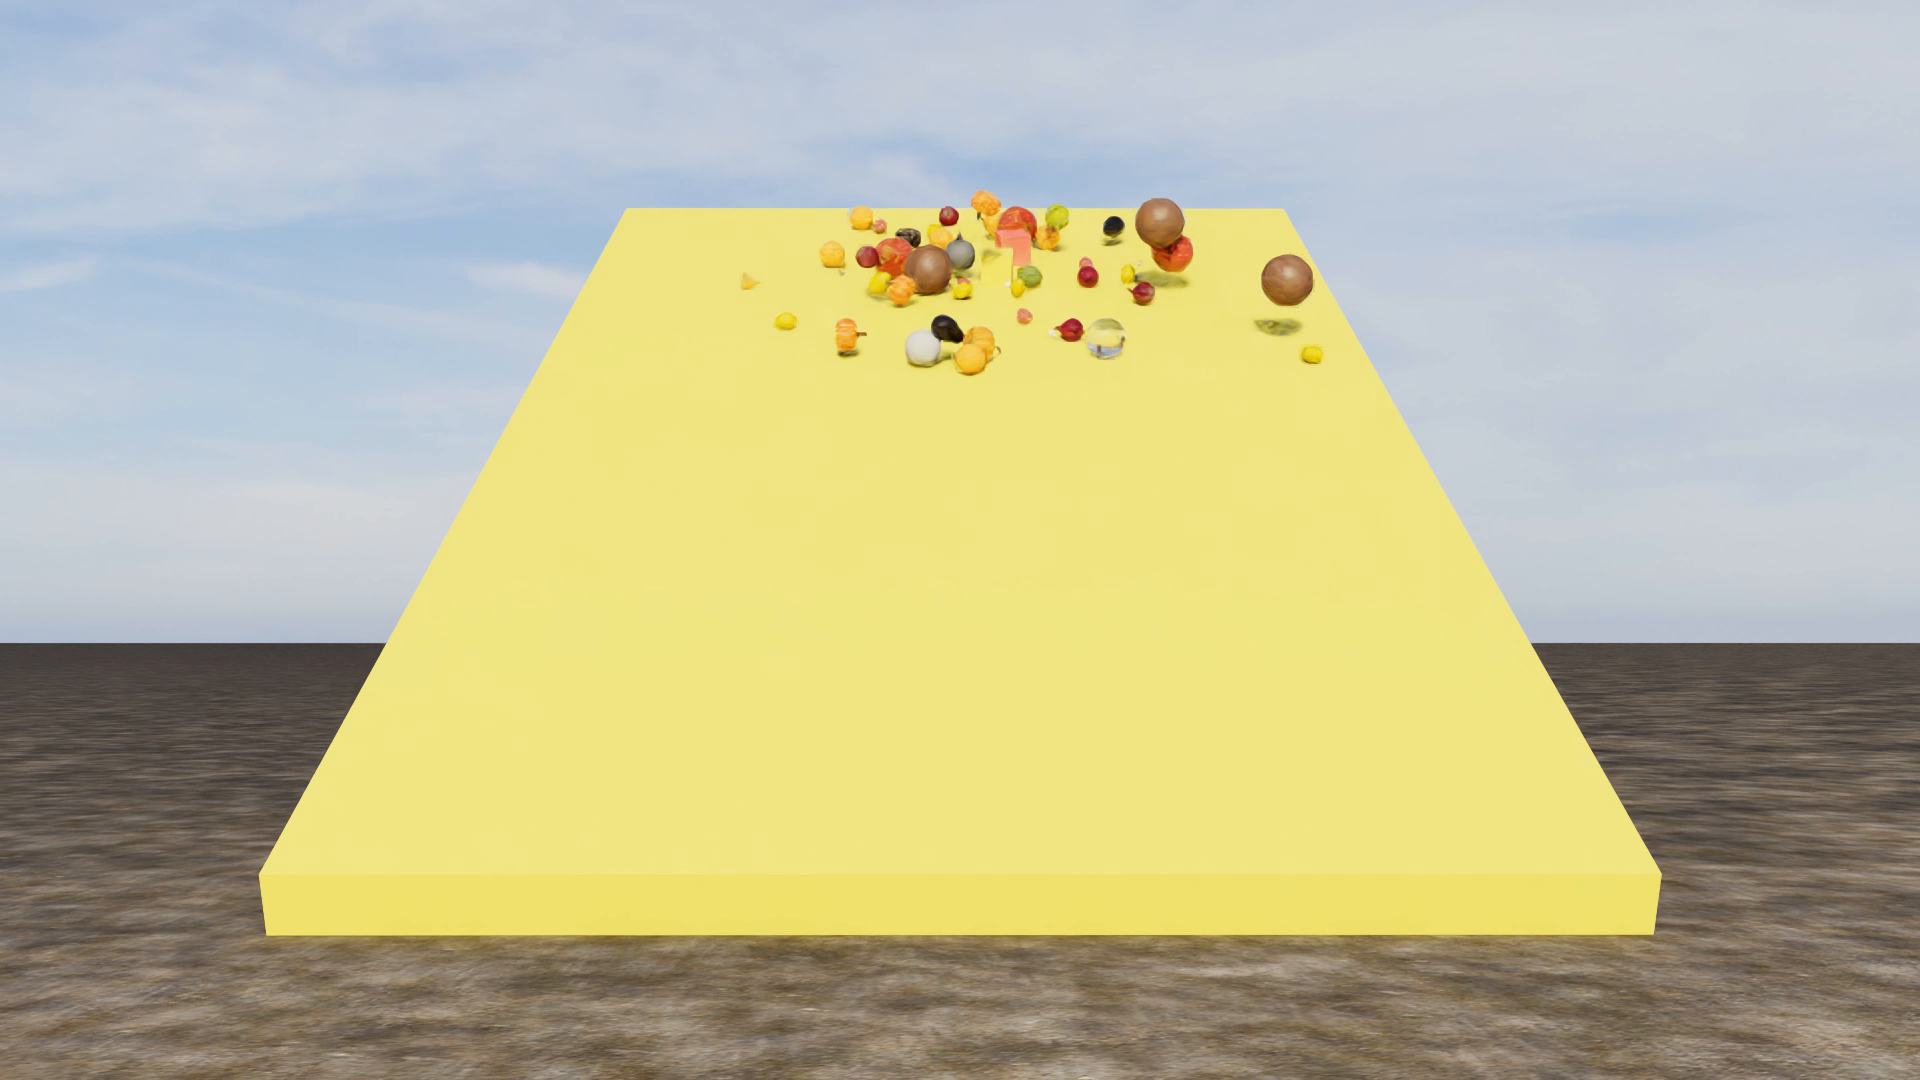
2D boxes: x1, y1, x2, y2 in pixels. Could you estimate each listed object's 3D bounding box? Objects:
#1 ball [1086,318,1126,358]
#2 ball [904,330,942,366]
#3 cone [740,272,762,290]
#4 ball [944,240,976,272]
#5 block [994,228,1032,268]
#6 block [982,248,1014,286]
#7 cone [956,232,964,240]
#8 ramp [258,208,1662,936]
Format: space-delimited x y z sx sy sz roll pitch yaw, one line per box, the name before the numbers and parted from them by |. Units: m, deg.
ball | 0.353 -0.488 5.549 0.099 0.099 0.099 0 -2 0
ball | -0.088 -0.460 5.489 0.090 0.090 0.090 0 -2 0
cone | -0.555 -0.690 6.129 0.050 0.050 0.050 6 -4 -18
ball | 0.000 -0.770 6.203 0.086 0.086 0.086 0 -2 0
block | 0.146 -0.811 6.375 0.085 0.085 0.085 -5 22 -13
block | 0.101 -0.736 6.189 0.083 0.083 0.083 1 22 3
cone | -0.002 -0.851 6.517 0.053 0.053 0.053 0 22 0
ramp | -0.006 -0.220 5.146 2.000 0.100 4.000 0 22 0
